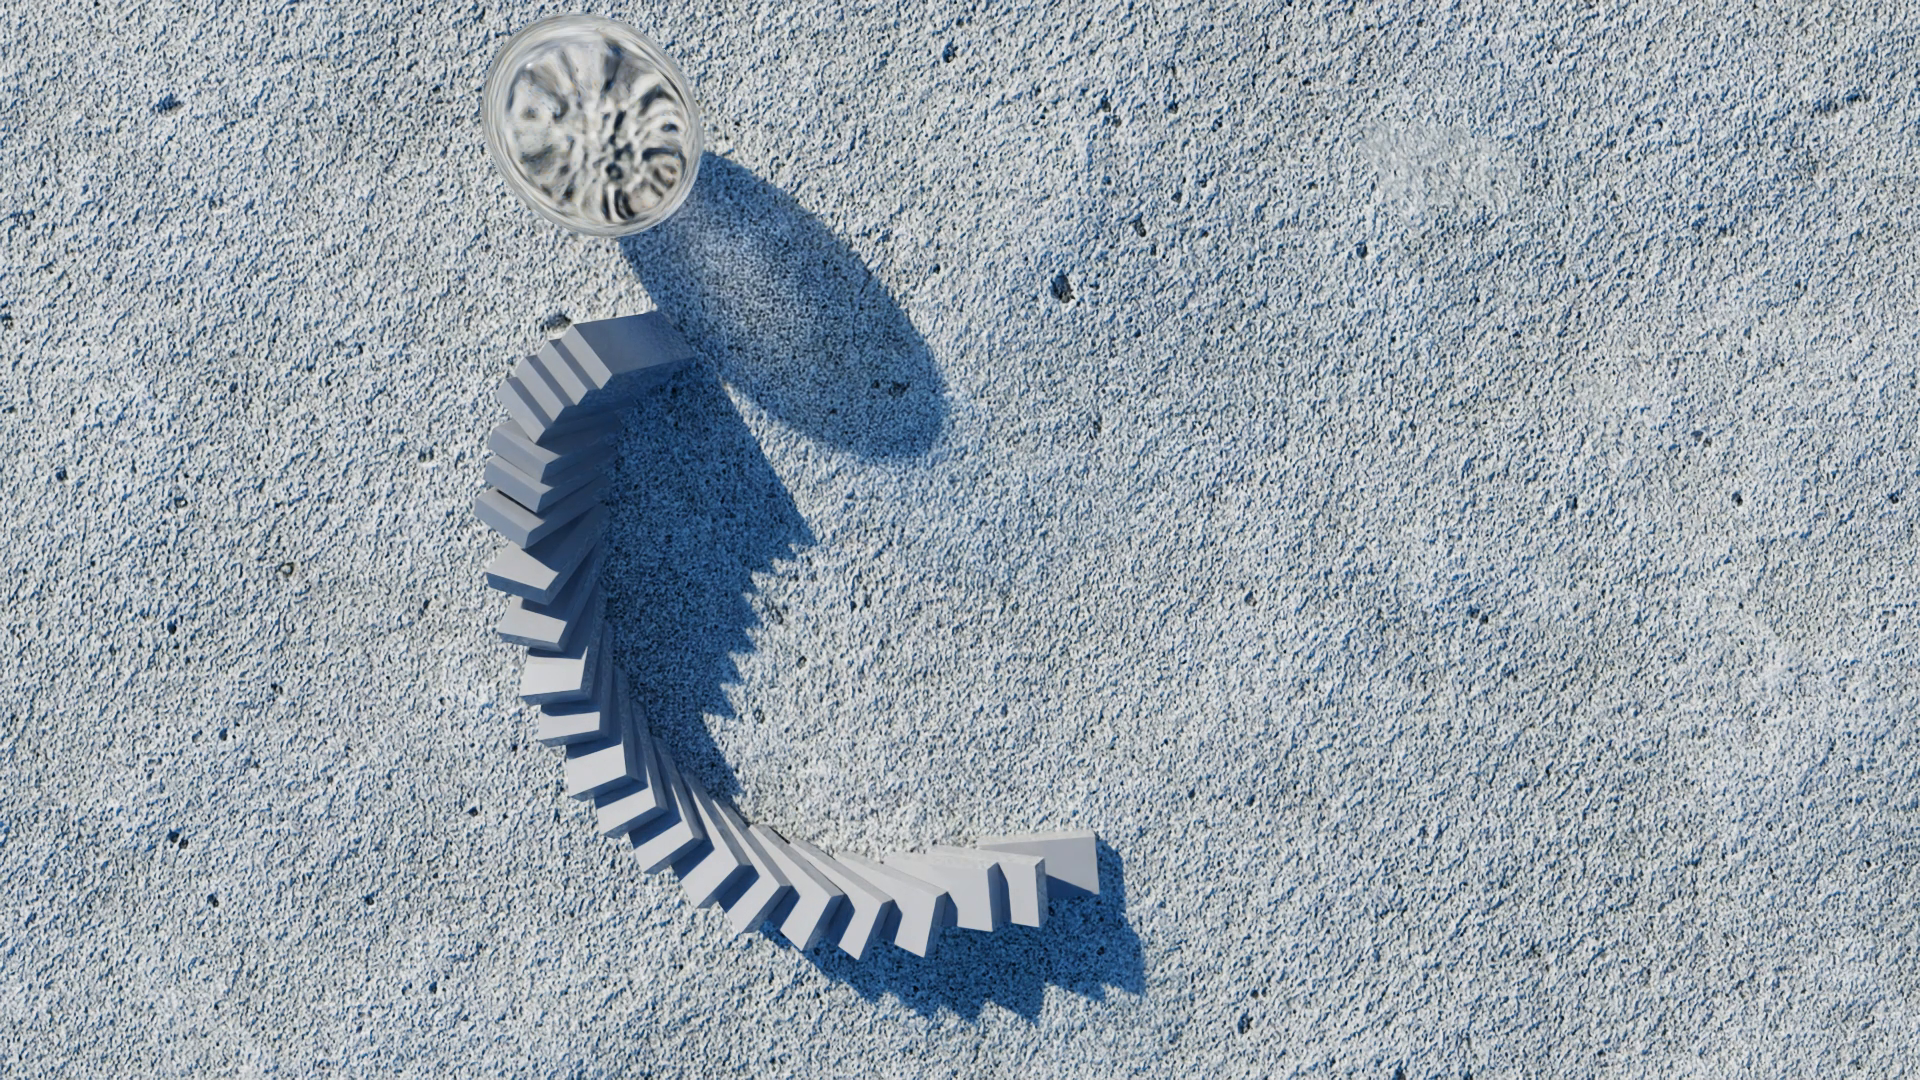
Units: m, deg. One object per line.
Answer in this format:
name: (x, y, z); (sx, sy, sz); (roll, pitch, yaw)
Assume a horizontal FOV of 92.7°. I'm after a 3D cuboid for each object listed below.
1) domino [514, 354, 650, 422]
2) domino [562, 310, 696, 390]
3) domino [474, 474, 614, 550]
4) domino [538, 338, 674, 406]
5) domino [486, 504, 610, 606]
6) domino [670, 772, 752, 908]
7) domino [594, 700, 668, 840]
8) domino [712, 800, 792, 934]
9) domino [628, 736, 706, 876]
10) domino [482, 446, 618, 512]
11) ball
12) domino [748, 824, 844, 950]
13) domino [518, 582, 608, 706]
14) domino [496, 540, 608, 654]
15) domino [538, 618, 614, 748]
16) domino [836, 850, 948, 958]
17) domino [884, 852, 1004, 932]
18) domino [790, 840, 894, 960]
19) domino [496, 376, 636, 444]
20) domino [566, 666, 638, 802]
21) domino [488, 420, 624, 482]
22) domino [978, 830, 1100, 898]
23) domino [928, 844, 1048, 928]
domino: (-0.153, -0.066, 0.376); (0.010, 0.050, 0.025); (-39, 90, 31)
domino: (-0.135, -0.079, 0.376); (0.009, 0.050, 0.025); (-39, 90, 31)
domino: (-0.170, -0.018, 0.376); (0.025, 0.050, 0.010); (33, 124, 2)
domino: (-0.144, -0.072, 0.376); (0.010, 0.050, 0.025); (-39, 90, 31)
domino: (-0.169, 0.003, 0.379); (0.025, 0.050, 0.010); (17, 135, 1)
domino: (-0.111, 0.125, 0.383); (0.025, 0.010, 0.050); (-46, 60, 1)
domino: (-0.141, 0.095, 0.383); (0.025, 0.010, 0.050); (-28, 58, 1)
domino: (-0.095, 0.136, 0.384); (0.050, 0.009, 0.025); (40, 90, 30)
domino: (-0.128, 0.110, 0.384); (0.025, 0.009, 0.050); (-35, 60, 0)
domino: (-0.167, -0.031, 0.376); (0.025, 0.050, 0.010); (32, 119, 0)
ball: (-0.143, -0.161, 0.360); (0.080, 0.080, 0.080); (0, 90, 0)
domino: (-0.074, 0.144, 0.383); (0.050, 0.009, 0.025); (29, 91, 30)
domino: (-0.164, 0.043, 0.381); (0.025, 0.010, 0.050); (-7, 55, 2)
domino: (-0.169, 0.021, 0.382); (0.025, 0.009, 0.050); (11, 57, 0)
domino: (-0.160, 0.059, 0.383); (0.025, 0.010, 0.050); (-10, 59, 0)
domino: (-0.031, 0.152, 0.384); (0.050, 0.010, 0.025); (12, 90, 28)
domino: (-0.007, 0.146, 0.383); (0.050, 0.009, 0.025); (-5, 90, 29)
domino: (-0.055, 0.150, 0.384); (0.050, 0.010, 0.025); (23, 90, 27)
domino: (-0.160, -0.058, 0.376); (0.009, 0.050, 0.025); (-39, 90, 31)
domino: (-0.151, 0.080, 0.382); (0.025, 0.010, 0.050); (-22, 58, 3)
domino: (-0.164, -0.043, 0.376); (0.025, 0.050, 0.010); (34, 119, 0)
domino: (0.034, 0.141, 0.395); (0.050, 0.010, 0.025); (-4, 90, 0)
domino: (0.011, 0.144, 0.384); (0.050, 0.010, 0.025); (-4, 90, 29)
